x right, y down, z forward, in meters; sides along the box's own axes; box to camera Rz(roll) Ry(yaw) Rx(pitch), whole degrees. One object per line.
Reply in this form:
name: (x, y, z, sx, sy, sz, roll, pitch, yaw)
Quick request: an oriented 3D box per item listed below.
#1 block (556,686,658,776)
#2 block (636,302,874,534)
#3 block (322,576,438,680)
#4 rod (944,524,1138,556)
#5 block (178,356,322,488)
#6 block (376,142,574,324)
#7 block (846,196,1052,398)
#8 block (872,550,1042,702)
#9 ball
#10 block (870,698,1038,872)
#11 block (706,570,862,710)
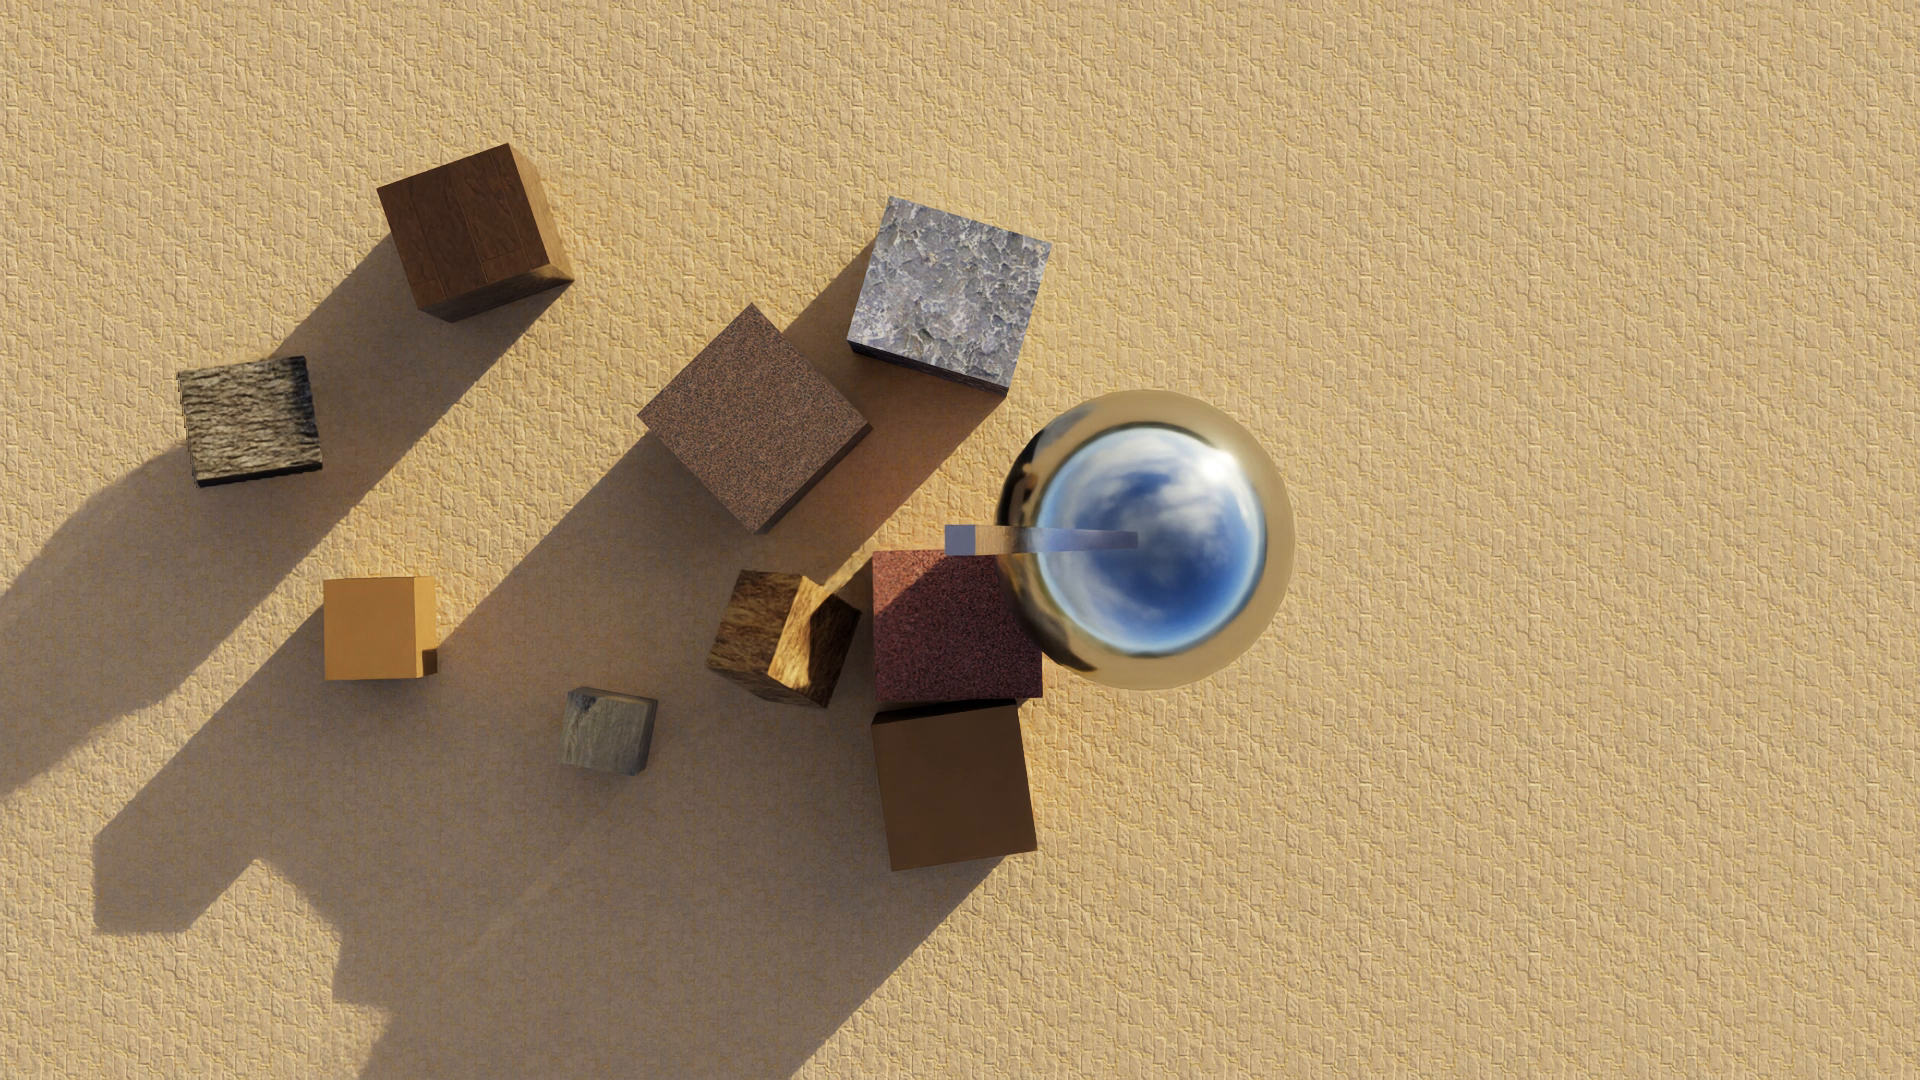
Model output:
block: (-2.044, 1.106, 12.768, 0.456, 0.464, 0.407, 10, 90, 0)
block: (-1.154, -0.676, 12.605, 0.897, 0.790, 0.926, -44, 90, 0)
block: (-3.357, 0.505, 12.754, 0.520, 0.493, 0.572, -1, 90, 0)
rod: (0.419, 0.000, 8.282, 0.080, 5.200, 0.080, 0, 90, 9)
block: (-4.064, -0.675, 12.621, 0.684, 0.582, 0.614, -10, 90, -17)
block: (-2.758, -1.743, 12.603, 0.777, 0.795, 0.711, -19, 90, 0)
block: (-0.059, -1.373, 12.576, 0.939, 0.848, 0.832, 17, 90, 0)
block: (-0.013, 0.471, 12.621, 0.932, 0.759, 0.836, -1, 90, 0)
ball: (0.967, 0.000, 11.637, 1.600, 1.600, 1.600, 0, 90, 0)
block: (-0.031, 1.366, 12.555, 0.816, 0.891, 0.815, -8, 90, 0)
block: (-1.005, 0.566, 12.564, 0.512, 0.527, 0.600, 4, 68, 42)
